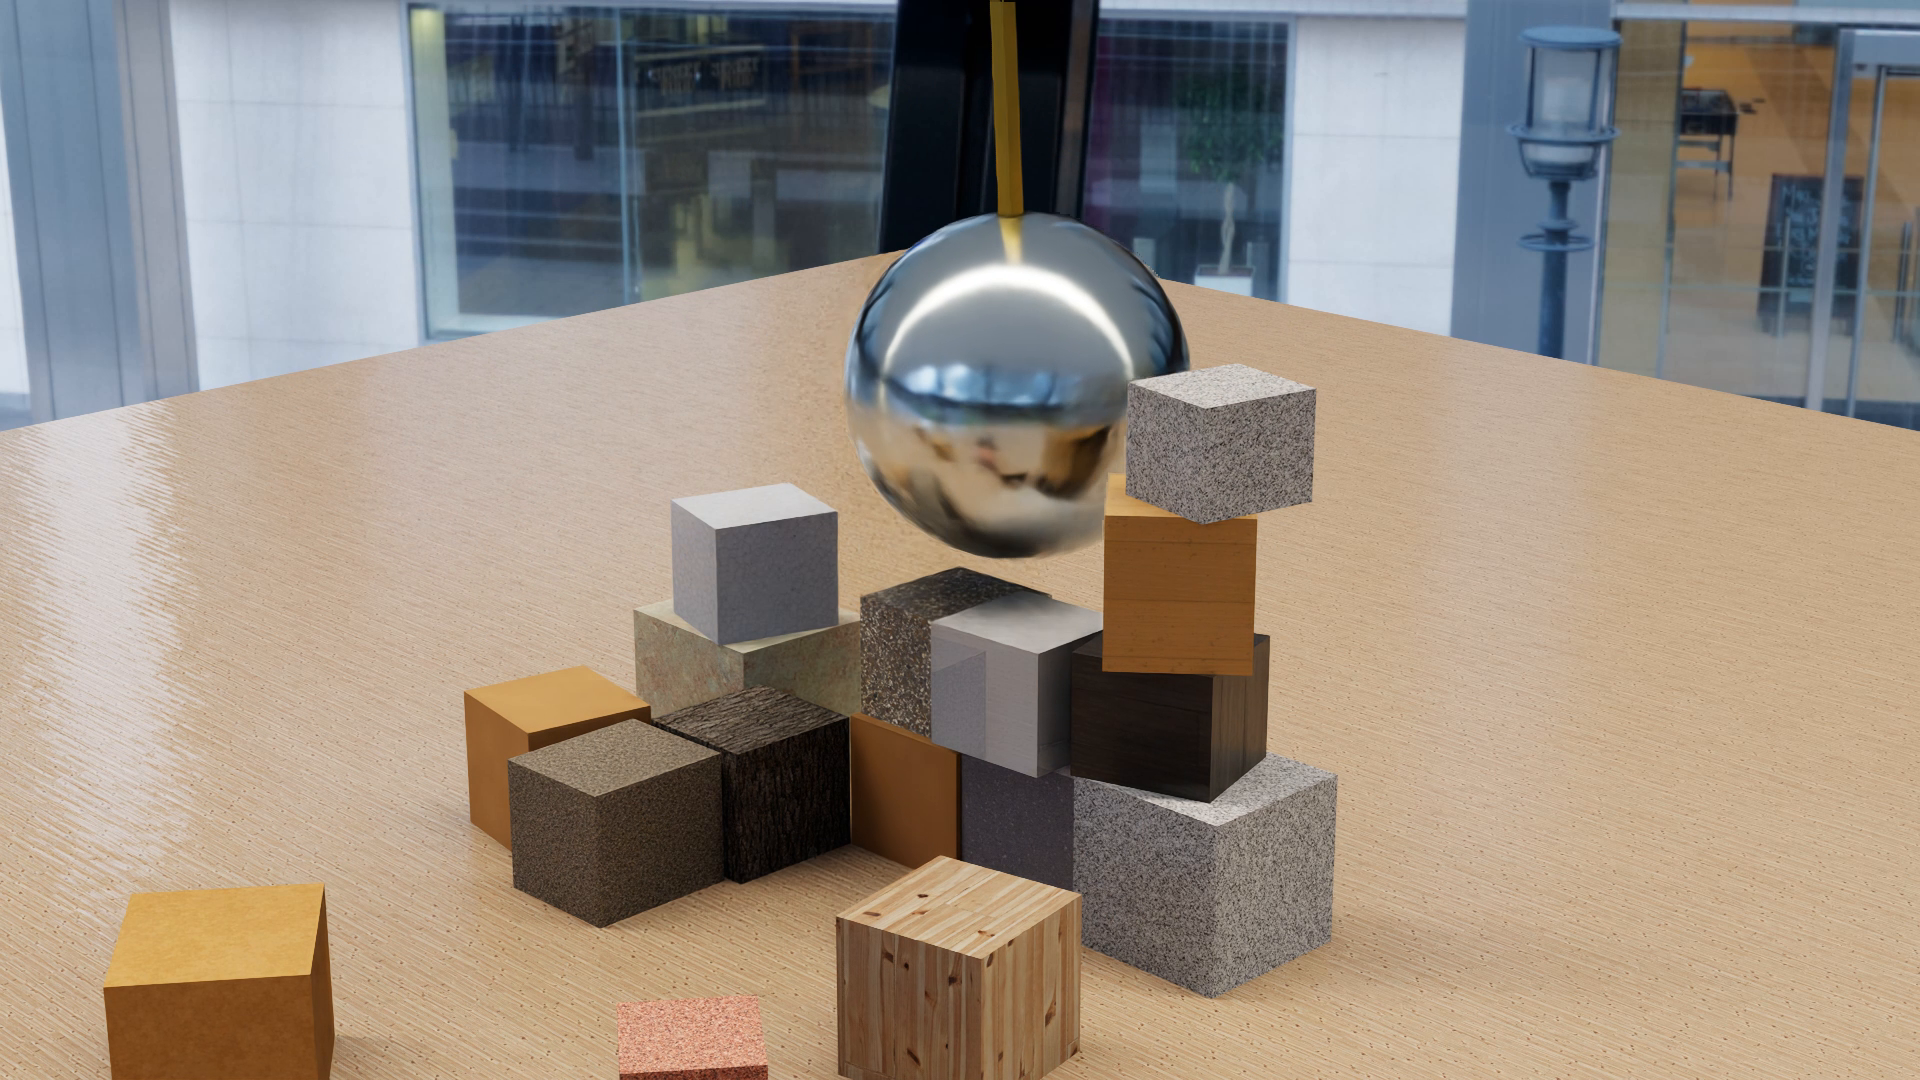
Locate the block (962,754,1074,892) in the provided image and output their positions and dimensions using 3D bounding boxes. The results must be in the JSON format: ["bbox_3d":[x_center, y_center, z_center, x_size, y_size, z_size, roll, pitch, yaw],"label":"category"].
[{"bbox_3d":[0.503,1.239,13.198,0.662,0.722,0.741,-17,24,-42],"label":"block"}]

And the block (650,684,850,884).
[{"bbox_3d":[-0.974,1.128,13.696,0.676,0.635,0.624,-16,24,-42],"label":"block"}]

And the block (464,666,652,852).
[{"bbox_3d":[-1.893,1.060,13.856,0.633,0.668,0.672,-12,21,-33],"label":"block"}]

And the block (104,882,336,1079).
[{"bbox_3d":[-2.855,1.834,11.385,0.751,0.675,0.841,-2,18,-8],"label":"block"}]

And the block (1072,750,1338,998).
[{"bbox_3d":[1.053,1.376,12.664,0.797,0.780,0.798,17,24,42],"label":"block"}]

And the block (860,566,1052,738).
[{"bbox_3d":[-0.018,0.529,13.555,0.643,0.572,0.605,-17,24,-42],"label":"block"}]

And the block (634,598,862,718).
[{"bbox_3d":[-1.038,0.741,14.665,0.788,0.792,0.887,-15,23,-40],"label":"block"}]

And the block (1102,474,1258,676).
[{"bbox_3d":[0.924,0.139,12.310,0.619,0.676,0.606,1,18,5],"label":"block"}]

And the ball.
[{"bbox_3d":[0.262,-0.704,13.395,1.600,1.600,1.600,0,17,0],"label":"ball"}]

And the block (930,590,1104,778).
[{"bbox_3d":[0.305,0.628,12.992,0.623,0.568,0.602,15,23,40],"label":"block"}]

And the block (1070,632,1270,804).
[{"bbox_3d":[0.902,0.708,12.558,0.650,0.558,0.601,9,20,27],"label":"block"}]

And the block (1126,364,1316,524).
[{"bbox_3d":[1.074,-0.405,12.106,0.578,0.484,0.514,-11,21,-32],"label":"block"}]

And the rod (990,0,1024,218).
[{"bbox_3d":[0.114,-3.897,12.236,0.080,5.200,0.080,17,28,42],"label":"rod"}]

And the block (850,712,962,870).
[{"bbox_3d":[-0.023,1.124,13.691,0.678,0.646,0.697,-17,24,-42],"label":"block"}]

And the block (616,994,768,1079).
[{"bbox_3d":[-0.992,2.069,10.868,0.529,0.535,0.571,-2,18,-7],"label":"block"}]

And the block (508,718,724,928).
[{"bbox_3d":[-1.552,1.269,13.264,0.625,0.625,0.722,17,24,42],"label":"block"}]

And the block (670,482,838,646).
[{"bbox_3d":[-1.007,0.110,14.375,0.640,0.586,0.558,-9,20,-26],"label":"block"}]

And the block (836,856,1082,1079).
[{"bbox_3d":[0.000,1.759,11.603,0.682,0.686,0.712,12,21,33],"label":"block"}]
